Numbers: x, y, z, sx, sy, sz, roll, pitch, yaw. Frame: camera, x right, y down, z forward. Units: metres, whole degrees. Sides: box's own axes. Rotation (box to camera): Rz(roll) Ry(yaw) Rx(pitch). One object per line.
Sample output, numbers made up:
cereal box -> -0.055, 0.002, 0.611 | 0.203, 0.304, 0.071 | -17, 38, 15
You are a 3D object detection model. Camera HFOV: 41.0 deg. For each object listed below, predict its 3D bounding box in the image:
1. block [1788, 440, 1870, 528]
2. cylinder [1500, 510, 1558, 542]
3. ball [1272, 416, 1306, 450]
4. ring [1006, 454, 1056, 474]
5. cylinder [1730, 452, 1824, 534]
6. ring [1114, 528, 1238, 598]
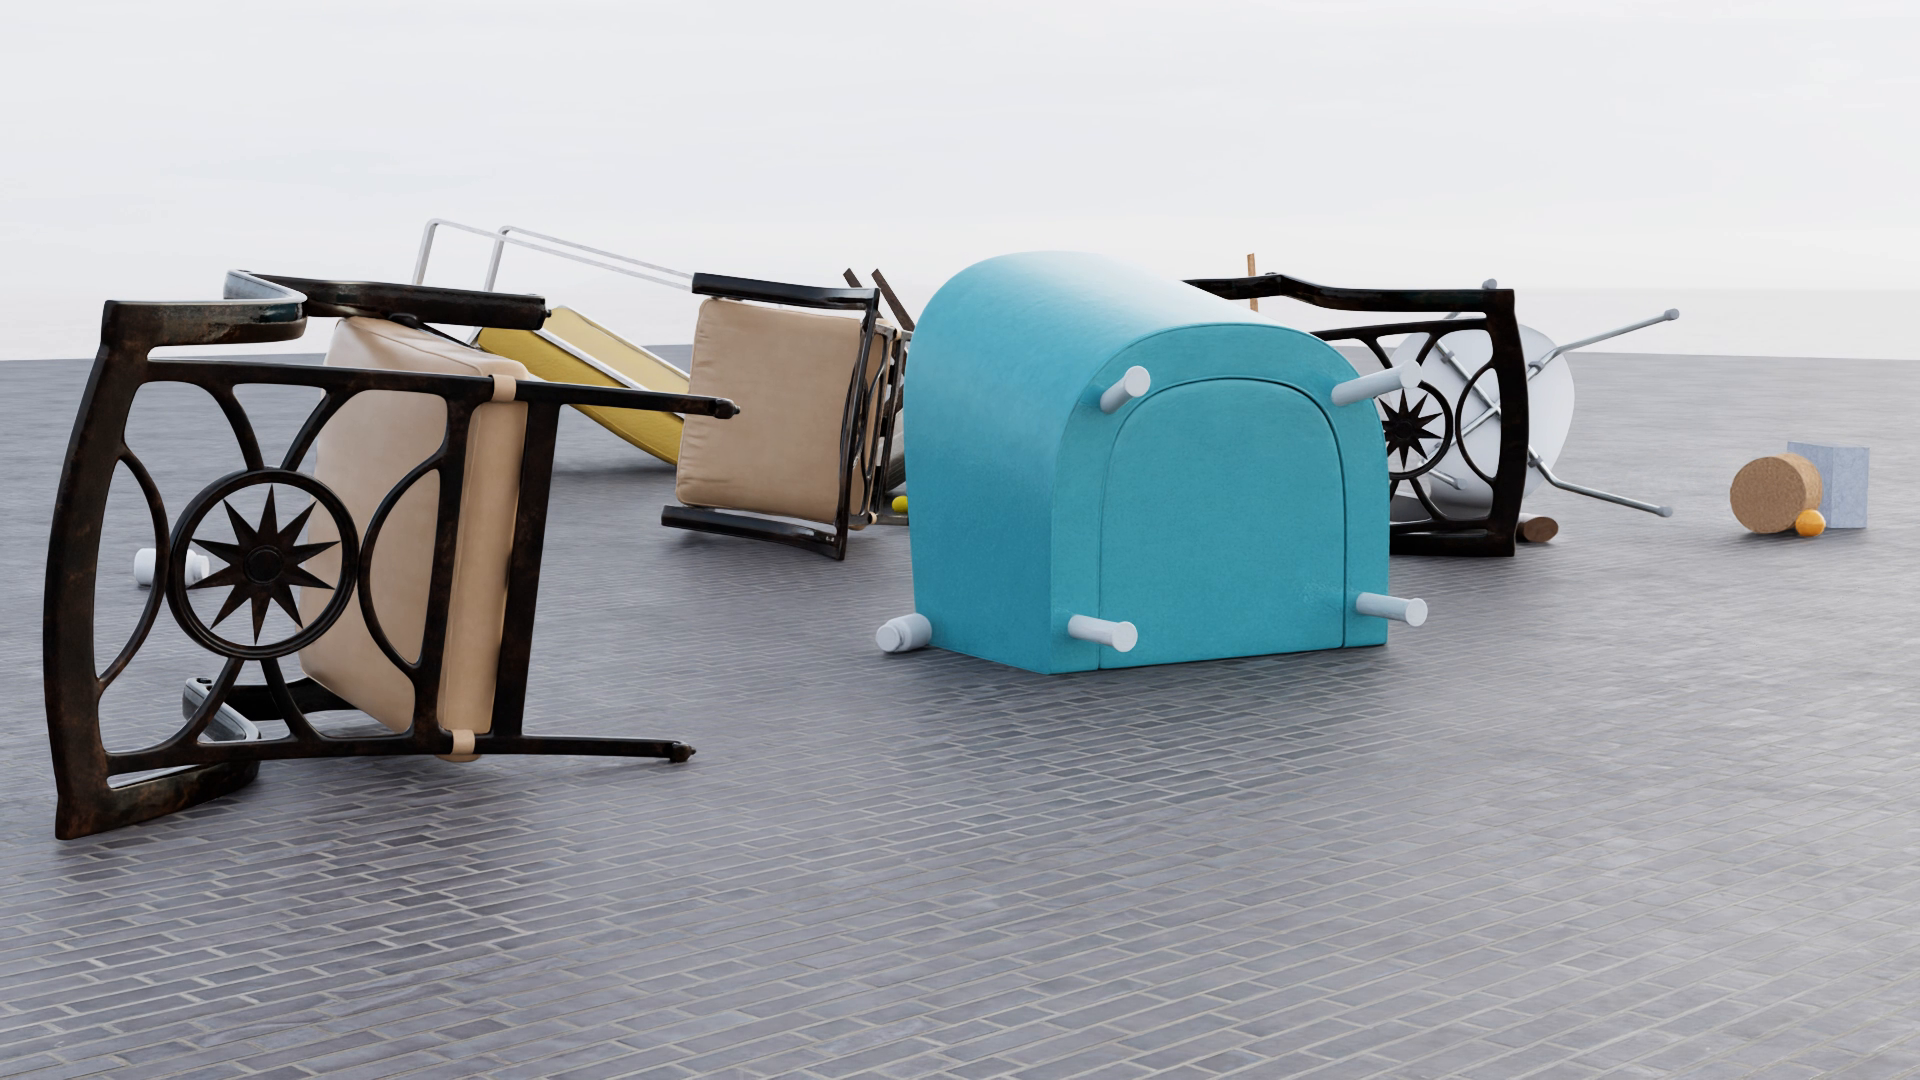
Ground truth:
block -> 2.311, -0.151, 6.844 | 0.102, 0.211, 0.255 | -1, 6, -9
cylinder -> 1.420, -0.031, 6.404 | 0.100, 0.064, 0.112 | -8, 16, -14
ball -> 1.245, -0.405, 9.706 | 0.131, 0.131, 0.131 | 0, 6, 0
ring -> 0.238, -0.251, 8.555 | 0.180, 0.062, 0.057 | 9, -3, 17
cylinder -> 2.106, -0.121, 6.617 | 0.189, 0.199, 0.177 | 33, 21, 25
ring -> 0.448, 0.047, 5.334 | 0.261, 0.129, 0.192 | 0, 8, 21
